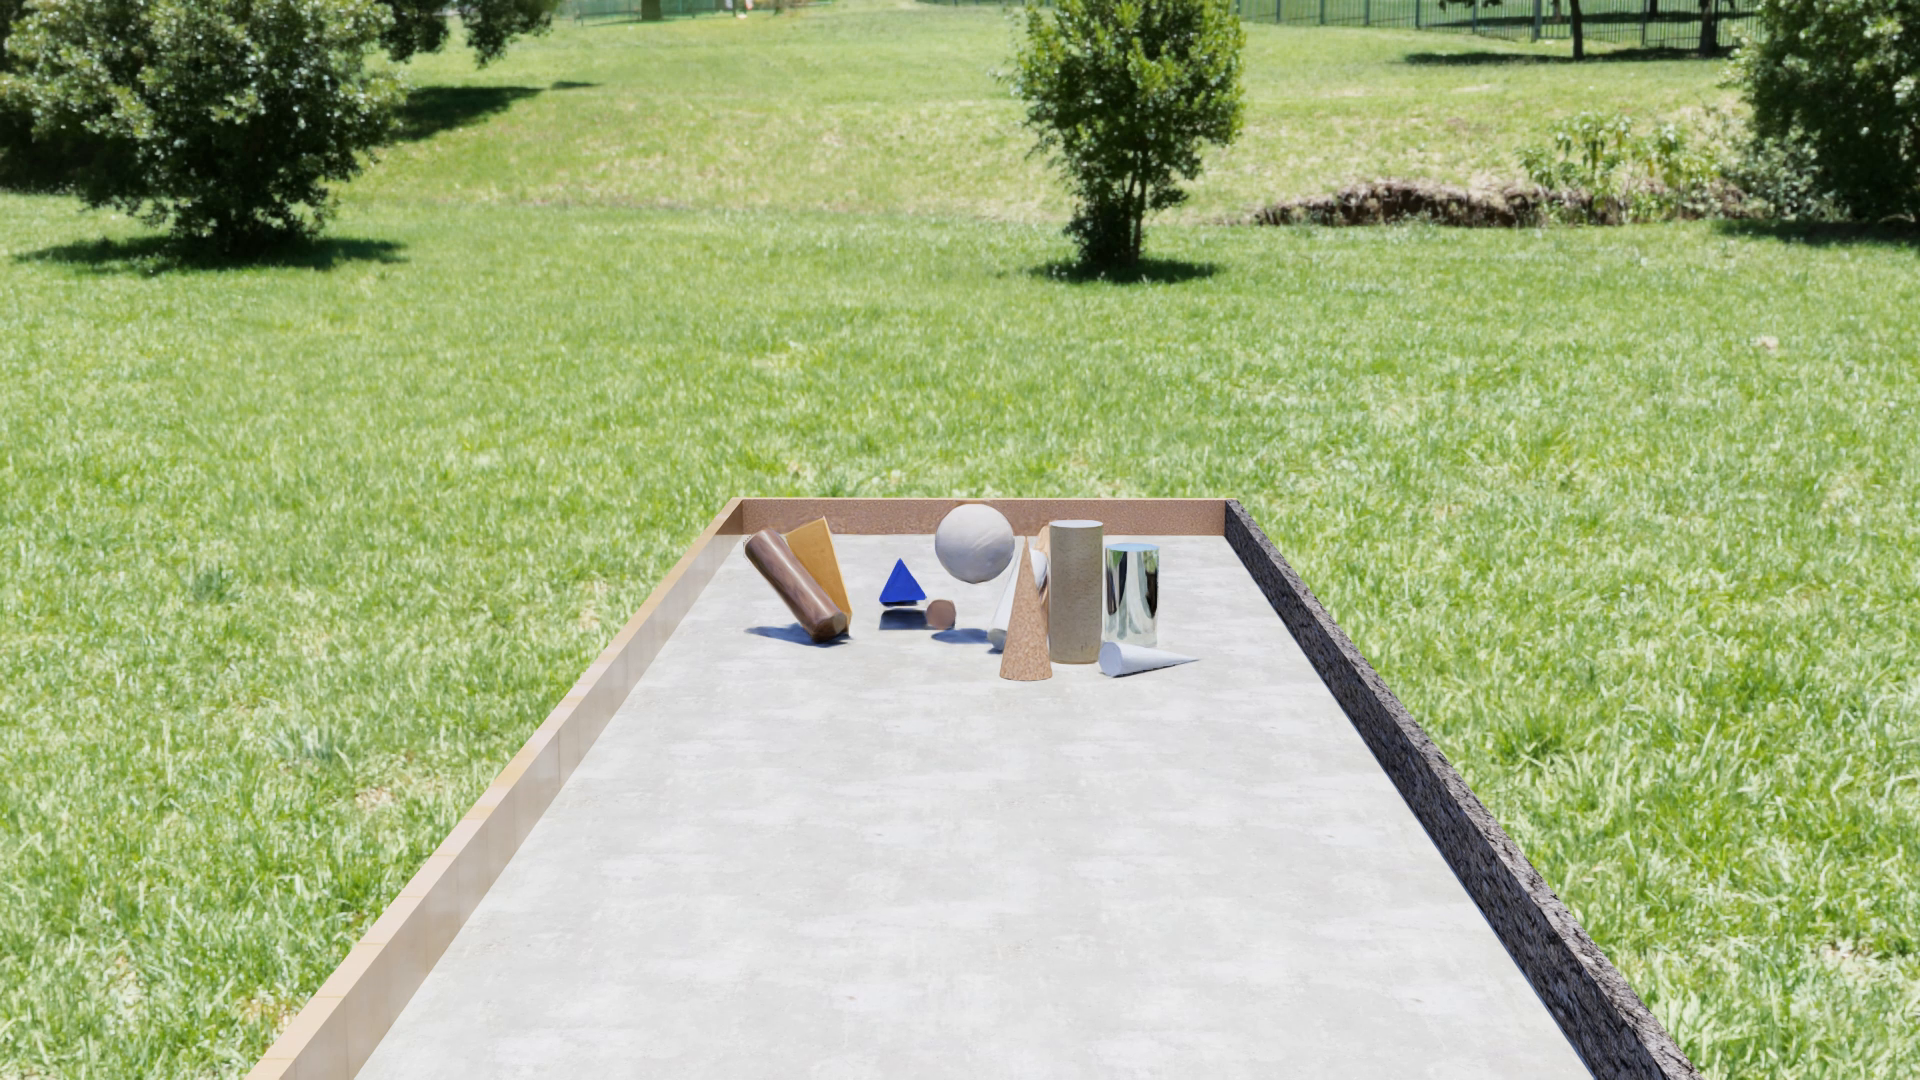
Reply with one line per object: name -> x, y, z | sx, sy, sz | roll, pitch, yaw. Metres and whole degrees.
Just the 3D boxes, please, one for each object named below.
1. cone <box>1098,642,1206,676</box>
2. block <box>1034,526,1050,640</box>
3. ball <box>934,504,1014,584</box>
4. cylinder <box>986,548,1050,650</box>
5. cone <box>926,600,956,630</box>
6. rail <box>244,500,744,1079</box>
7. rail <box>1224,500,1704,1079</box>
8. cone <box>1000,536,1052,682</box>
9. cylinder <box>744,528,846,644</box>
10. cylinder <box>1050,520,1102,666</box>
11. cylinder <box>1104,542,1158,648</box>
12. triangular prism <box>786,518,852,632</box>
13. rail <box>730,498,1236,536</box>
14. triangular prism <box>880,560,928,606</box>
cone -> 0.598, 0.357, 6.595 | 0.389, 0.104, 0.104 | 3, 6, -38
block -> 0.273, 0.136, 7.068 | 0.112, 0.112, 0.374 | 5, 54, 28
ball -> 0.047, 0.011, 6.987 | 0.255, 0.255, 0.255 | 0, 9, 0
cylinder -> 0.184, 0.186, 6.897 | 0.107, 0.107, 0.332 | 4, 49, 23
cone -> -0.042, 0.226, 7.344 | 0.100, 0.100, 0.373 | 1, 5, 6
rail -> -1.004, 0.839, 3.234 | 0.050, 0.150, 12.000 | 0, 9, 1
rail -> 1.046, 0.843, 3.208 | 0.050, 0.150, 12.000 | 0, 9, 1
cone -> 0.194, 0.187, 6.453 | 0.159, 0.430, 0.159 | 0, 9, 0
cylinder -> -0.526, 0.145, 7.012 | 0.126, 0.126, 0.408 | -9, 48, -44
cylinder -> 0.352, 0.157, 6.676 | 0.160, 0.419, 0.160 | 0, 9, 0
cylinder -> 0.540, 0.175, 6.921 | 0.167, 0.309, 0.167 | 0, 9, 0
triangular prism -> -0.435, 0.127, 7.132 | 0.145, 0.355, 0.125 | -24, -27, 11
rail -> 0.099, -0.098, 9.147 | 2.100, 0.150, 0.050 | 0, 9, 1
triangular prism -> -0.190, 0.142, 7.320 | 0.154, 0.133, 0.363 | -5, -5, 0
